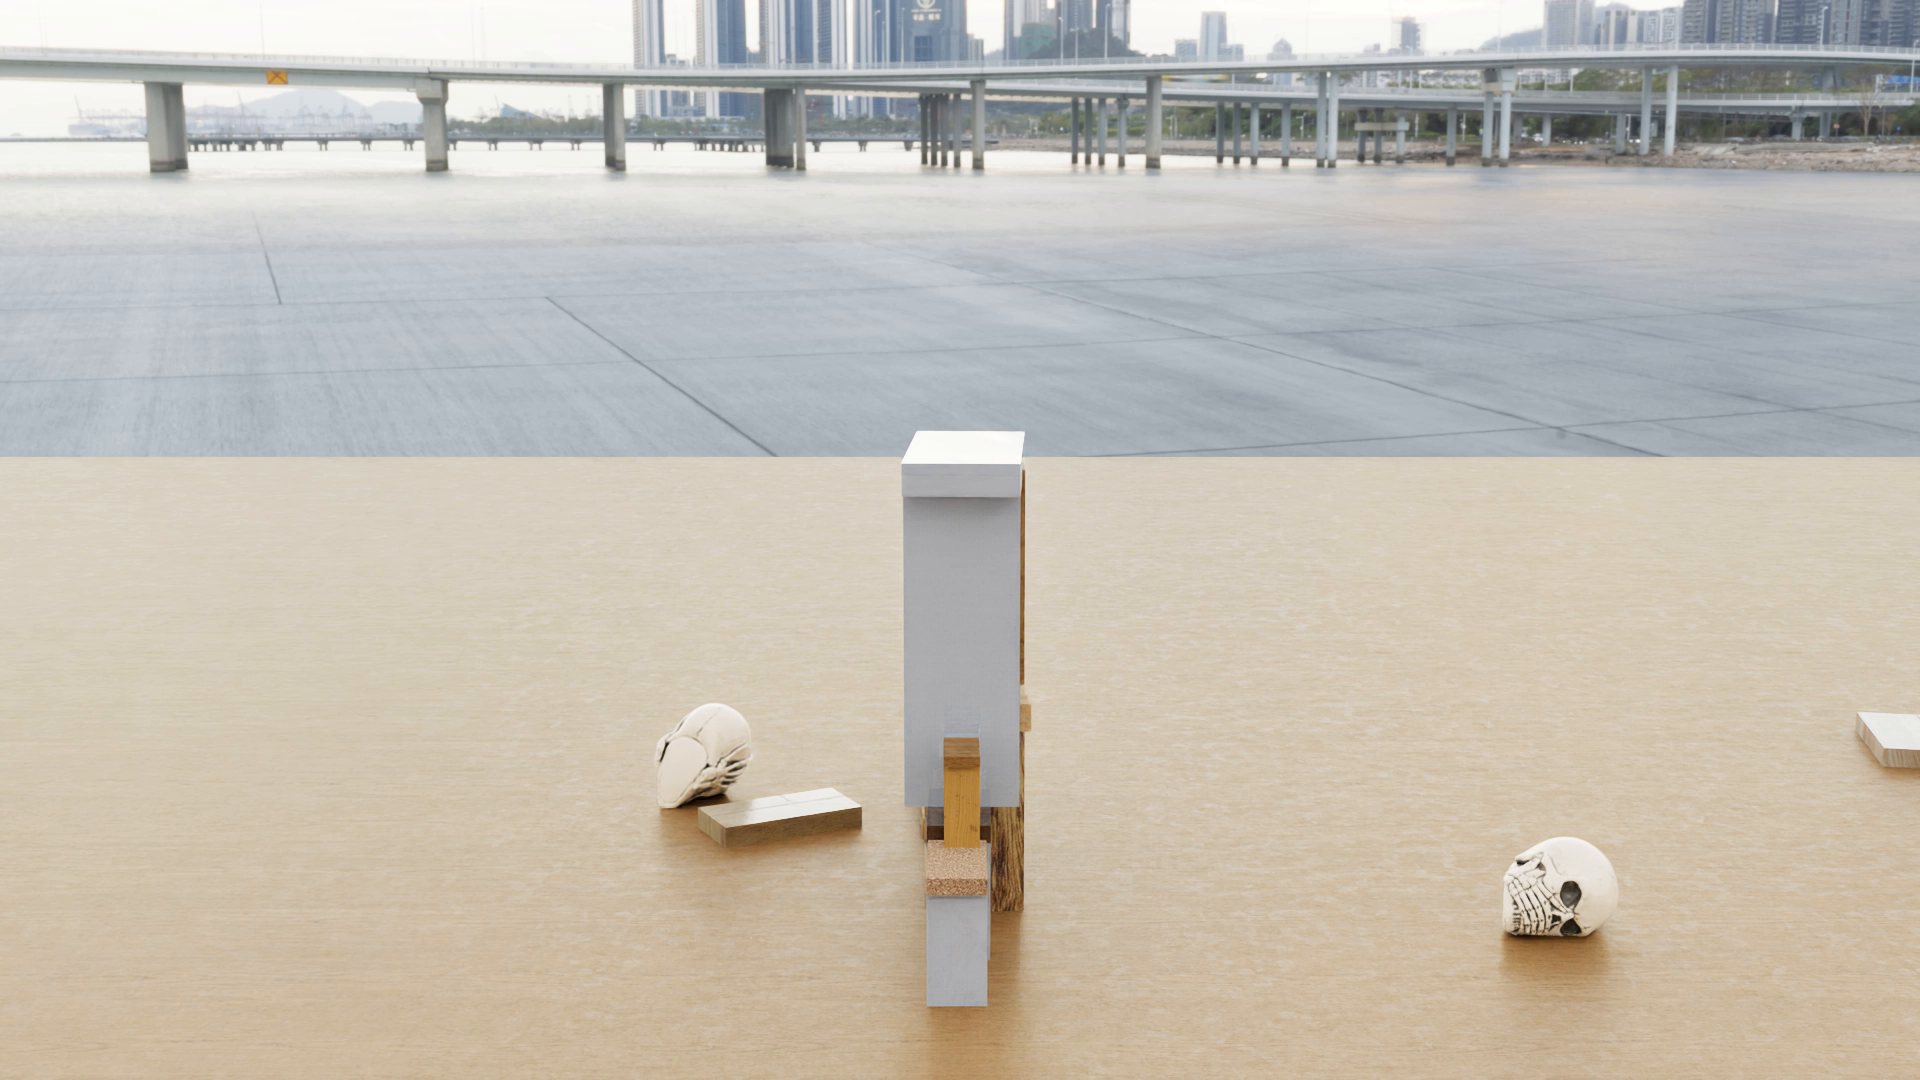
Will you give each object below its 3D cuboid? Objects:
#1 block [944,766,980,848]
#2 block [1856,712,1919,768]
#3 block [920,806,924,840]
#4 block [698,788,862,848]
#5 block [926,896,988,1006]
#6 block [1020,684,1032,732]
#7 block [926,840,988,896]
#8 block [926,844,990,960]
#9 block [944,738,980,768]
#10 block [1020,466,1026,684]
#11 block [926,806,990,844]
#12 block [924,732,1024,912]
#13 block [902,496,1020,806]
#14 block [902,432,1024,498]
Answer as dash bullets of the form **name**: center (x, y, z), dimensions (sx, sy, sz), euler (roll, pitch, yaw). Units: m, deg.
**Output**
- **block**: center (0.003, 0.394, 3.275), dimensions (0.054, 0.128, 0.015), euler (0, 11, 0)
- **block**: center (1.942, 0.412, 4.525), dimensions (0.134, 0.038, 0.284), euler (2, 11, 11)
- **block**: center (-0.003, 0.457, 4.080), dimensions (0.150, 0.042, 0.300), euler (0, 24, -4)
- **block**: center (-0.328, 0.506, 4.017), dimensions (0.267, 0.038, 0.134), euler (-6, 12, -28)
- **block**: center (-0.004, 0.589, 3.192), dimensions (0.088, 0.175, 0.025), euler (0, 11, 0)
- **block**: center (0.023, 0.254, 3.634), dimensions (0.157, 0.044, 0.314), euler (-1, 11, -4)
- **block**: center (-0.004, 0.480, 3.231), dimensions (0.088, 0.025, 0.175), euler (0, 11, 0)
- **block**: center (-0.002, 0.547, 3.370), dimensions (0.097, 0.194, 0.027), euler (0, 11, 0)
- **block**: center (0.002, 0.318, 3.297), dimensions (0.054, 0.015, 0.107), euler (0, 11, -1)
- **block**: center (0.017, 0.058, 3.598), dimensions (0.178, 0.355, 0.050), euler (0, 11, 1)
- **block**: center (-0.002, 0.427, 3.414), dimensions (0.097, 0.027, 0.194), euler (0, 11, 0)
- **block**: center (0.023, 0.448, 3.572), dimensions (0.157, 0.314, 0.044), euler (-2, 11, -9)
- **block**: center (0.003, 0.166, 3.389), dimensions (0.178, 0.493, 0.050), euler (0, 11, 0)
- **block**: center (0.009, -0.121, 3.451), dimensions (0.178, 0.050, 0.355), euler (0, 11, 3)
